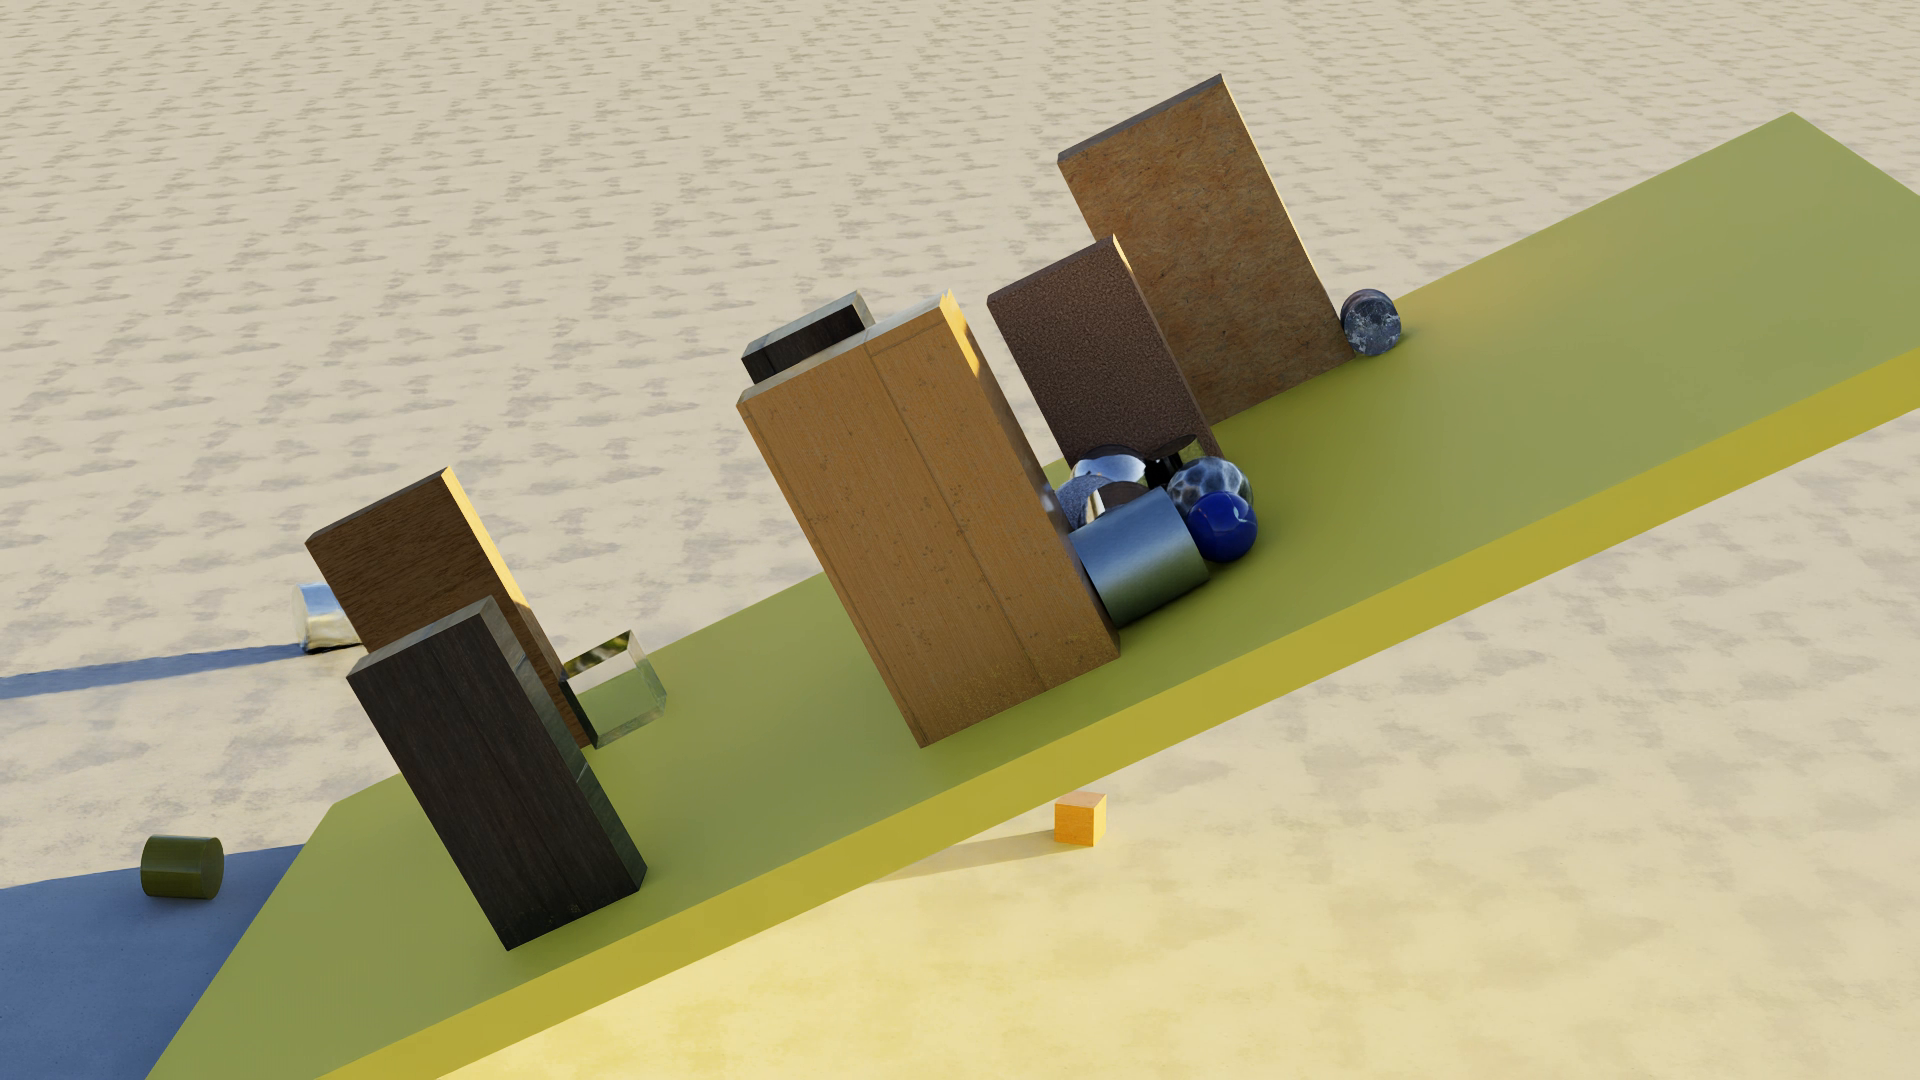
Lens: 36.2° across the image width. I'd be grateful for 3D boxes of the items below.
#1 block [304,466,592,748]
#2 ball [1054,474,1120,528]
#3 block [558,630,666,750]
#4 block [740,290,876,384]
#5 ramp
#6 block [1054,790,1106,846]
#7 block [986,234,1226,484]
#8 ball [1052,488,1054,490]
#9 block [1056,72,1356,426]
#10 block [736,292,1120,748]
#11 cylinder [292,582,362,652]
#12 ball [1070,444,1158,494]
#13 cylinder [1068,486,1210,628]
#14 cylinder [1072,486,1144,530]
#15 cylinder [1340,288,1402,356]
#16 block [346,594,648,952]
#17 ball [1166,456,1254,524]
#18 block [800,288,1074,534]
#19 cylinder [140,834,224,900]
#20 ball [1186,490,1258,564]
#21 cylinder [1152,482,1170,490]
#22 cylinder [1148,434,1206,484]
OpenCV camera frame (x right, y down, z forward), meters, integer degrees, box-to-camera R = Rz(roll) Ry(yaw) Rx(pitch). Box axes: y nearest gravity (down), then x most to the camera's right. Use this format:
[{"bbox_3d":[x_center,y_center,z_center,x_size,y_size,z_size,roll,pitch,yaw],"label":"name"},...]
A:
[{"bbox_3d":[-1.179,0.228,6.851,0.366,0.721,0.086,-25,14,10],"label":"block"},{"bbox_3d":[0.273,-0.039,6.146,0.197,0.197,0.197,0,17,0],"label":"ball"},{"bbox_3d":[-0.808,0.348,6.852,0.179,0.179,0.179,-27,14,3],"label":"block"},{"bbox_3d":[-0.170,-0.138,6.228,0.262,0.730,0.146,-25,14,10],"label":"block"},{"bbox_3d":[0.139,0.168,6.281,4.000,0.100,2.000,-25,14,10],"label":"ramp"},{"bbox_3d":[0.310,0.716,7.579,0.105,0.105,0.105,6,18,19],"label":"block"},{"bbox_3d":[0.320,-0.343,6.399,0.304,0.560,0.096,-25,14,10],"label":"block"},{"bbox_3d":[0.158,-0.025,6.332,0.191,0.191,0.191,0,17,0],"label":"ball"},{"bbox_3d":[0.567,-0.655,6.759,0.415,0.705,0.146,-25,14,10],"label":"block"},{"bbox_3d":[-0.054,-0.031,5.560,0.425,0.754,0.119,-25,14,10],"label":"block"},{"bbox_3d":[-1.925,0.229,9.037,0.202,0.202,0.202,-8,18,-25],"label":"cylinder"},{"bbox_3d":[0.328,-0.111,6.318,0.192,0.192,0.192,0,17,0],"label":"ball"},{"bbox_3d":[0.346,0.034,5.716,0.207,0.207,0.207,-28,19,0],"label":"cylinder"},{"bbox_3d":[0.335,-0.005,5.921,0.189,0.189,0.189,-2,6,-7],"label":"cylinder"},{"bbox_3d":[0.935,-0.497,6.703,0.128,0.128,0.128,1,17,3],"label":"cylinder"},{"bbox_3d":[-0.888,0.452,5.669,0.294,0.626,0.115,-25,14,10],"label":"block"},{"bbox_3d":[0.501,-0.080,5.905,0.176,0.176,0.176,0,17,0],"label":"ball"},{"bbox_3d":[-0.017,-0.115,5.923,0.336,0.695,0.131,-25,14,10],"label":"block"},{"bbox_3d":[-1.906,0.801,7.211,0.153,0.153,0.153,2,17,7],"label":"cylinder"},{"bbox_3d":[0.512,-0.026,5.755,0.143,0.143,0.143,0,17,0],"label":"ball"},{"bbox_3d":[0.461,-0.065,6.054,0.115,0.115,0.115,-12,3,-35],"label":"cylinder"},{"bbox_3d":[0.481,-0.149,6.324,0.115,0.115,0.115,-26,14,7],"label":"cylinder"}]
